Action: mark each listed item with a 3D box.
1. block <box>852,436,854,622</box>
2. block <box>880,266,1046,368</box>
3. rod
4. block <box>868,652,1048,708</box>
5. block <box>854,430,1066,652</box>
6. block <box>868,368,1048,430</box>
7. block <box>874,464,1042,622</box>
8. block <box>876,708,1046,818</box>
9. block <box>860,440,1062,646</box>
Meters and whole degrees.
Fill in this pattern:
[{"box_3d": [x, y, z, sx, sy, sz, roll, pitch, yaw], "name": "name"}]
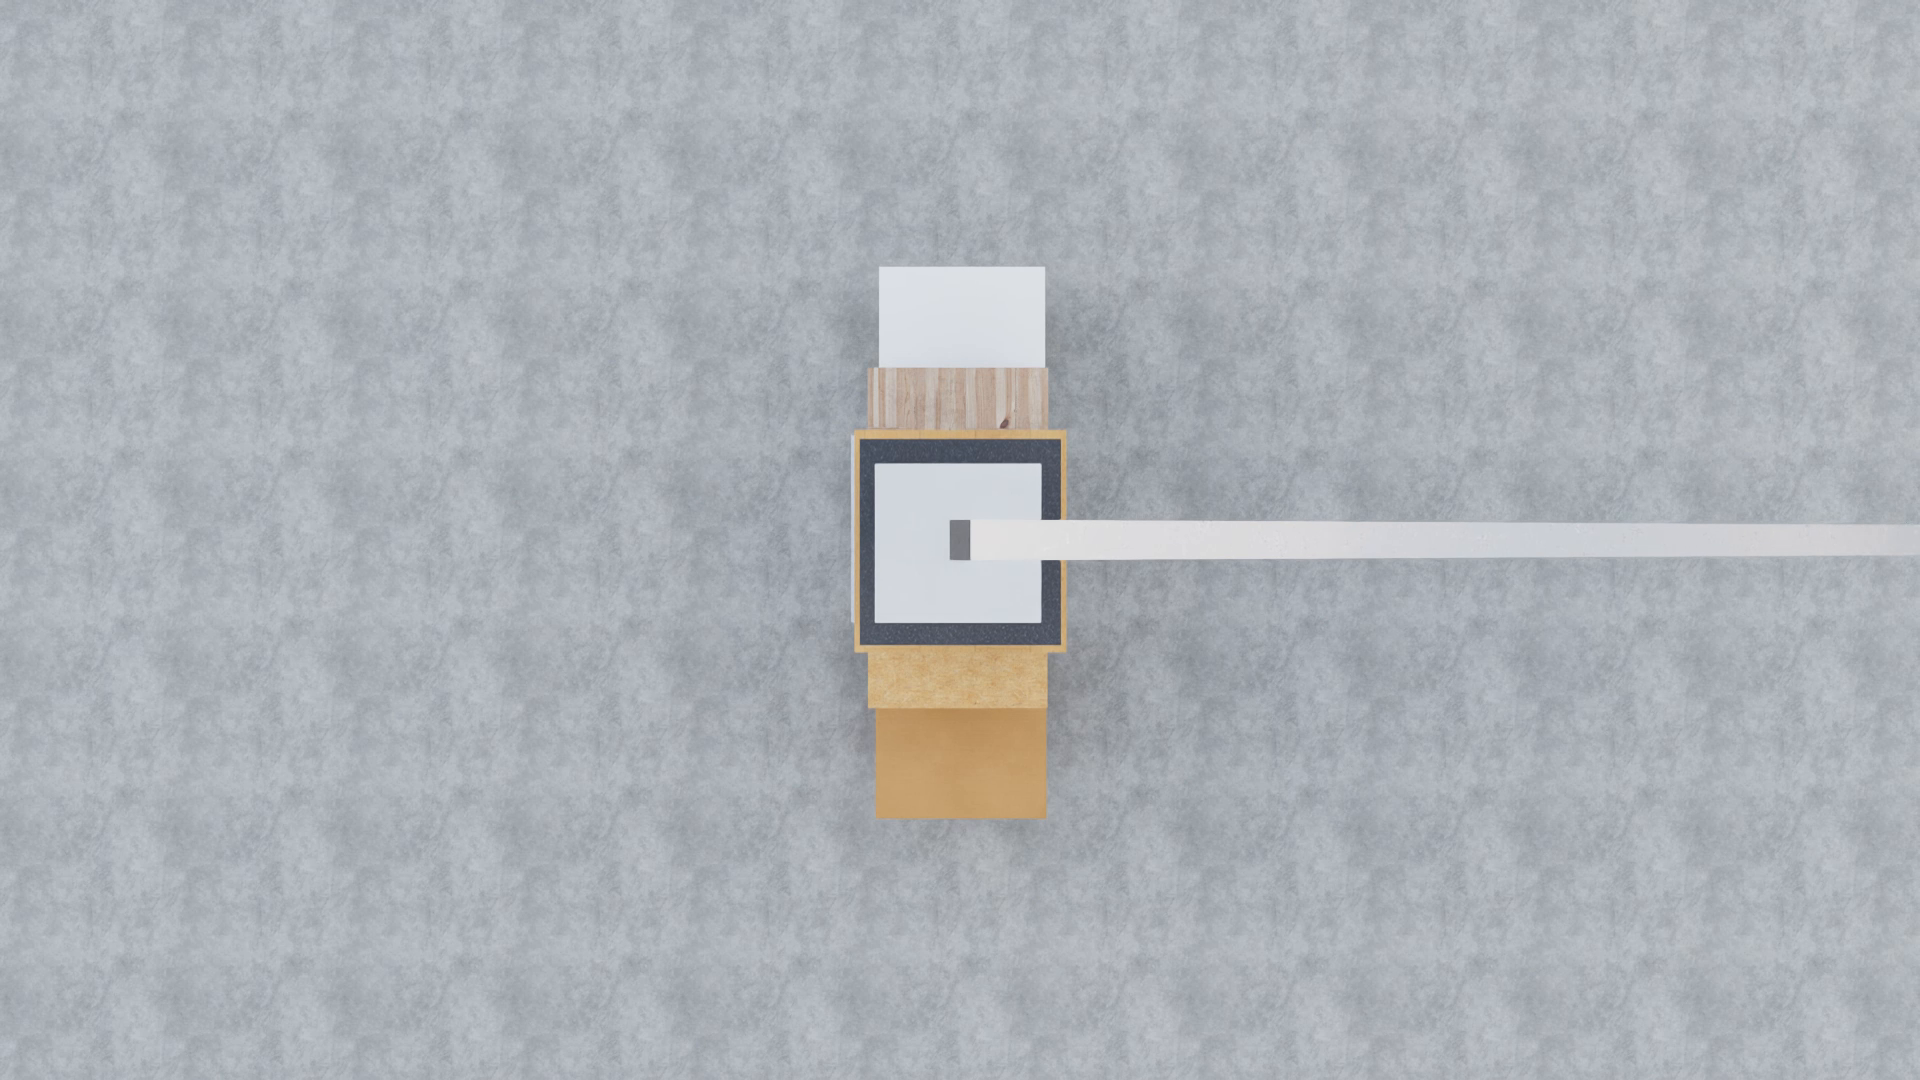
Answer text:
[{"box_3d": [-0.008, -0.062, 12.471, 1.166, 1.059, 1.014, 0, 90, 0], "name": "block"}, {"box_3d": [0.012, -1.041, 12.543, 0.912, 0.914, 0.924, 0, 90, 0], "name": "block"}, {"box_3d": [2.212, 0.000, 5.705, 5.200, 0.080, 0.080, 0, 90, -32], "name": "rod"}, {"box_3d": [-0.012, 0.410, 11.465, 0.904, 0.776, 0.884, 0, 89, 0], "name": "block"}, {"box_3d": [0.003, 0.003, 10.445, 0.961, 0.954, 1.009, 0, 90, 0], "name": "block"}, {"box_3d": [-0.010, -0.447, 11.432, 0.899, 1.019, 0.819, 0, 90, 0], "name": "block"}, {"box_3d": [-0.007, 0.011, 8.853, 0.648, 0.576, 0.618, 0, 90, 0], "name": "block"}, {"box_3d": [0.006, 0.979, 12.426, 0.921, 1.147, 1.048, 0, 90, 0], "name": "block"}, {"box_3d": [0.002, 0.007, 9.555, 0.838, 0.827, 0.859, 0, 90, 0], "name": "block"}]
